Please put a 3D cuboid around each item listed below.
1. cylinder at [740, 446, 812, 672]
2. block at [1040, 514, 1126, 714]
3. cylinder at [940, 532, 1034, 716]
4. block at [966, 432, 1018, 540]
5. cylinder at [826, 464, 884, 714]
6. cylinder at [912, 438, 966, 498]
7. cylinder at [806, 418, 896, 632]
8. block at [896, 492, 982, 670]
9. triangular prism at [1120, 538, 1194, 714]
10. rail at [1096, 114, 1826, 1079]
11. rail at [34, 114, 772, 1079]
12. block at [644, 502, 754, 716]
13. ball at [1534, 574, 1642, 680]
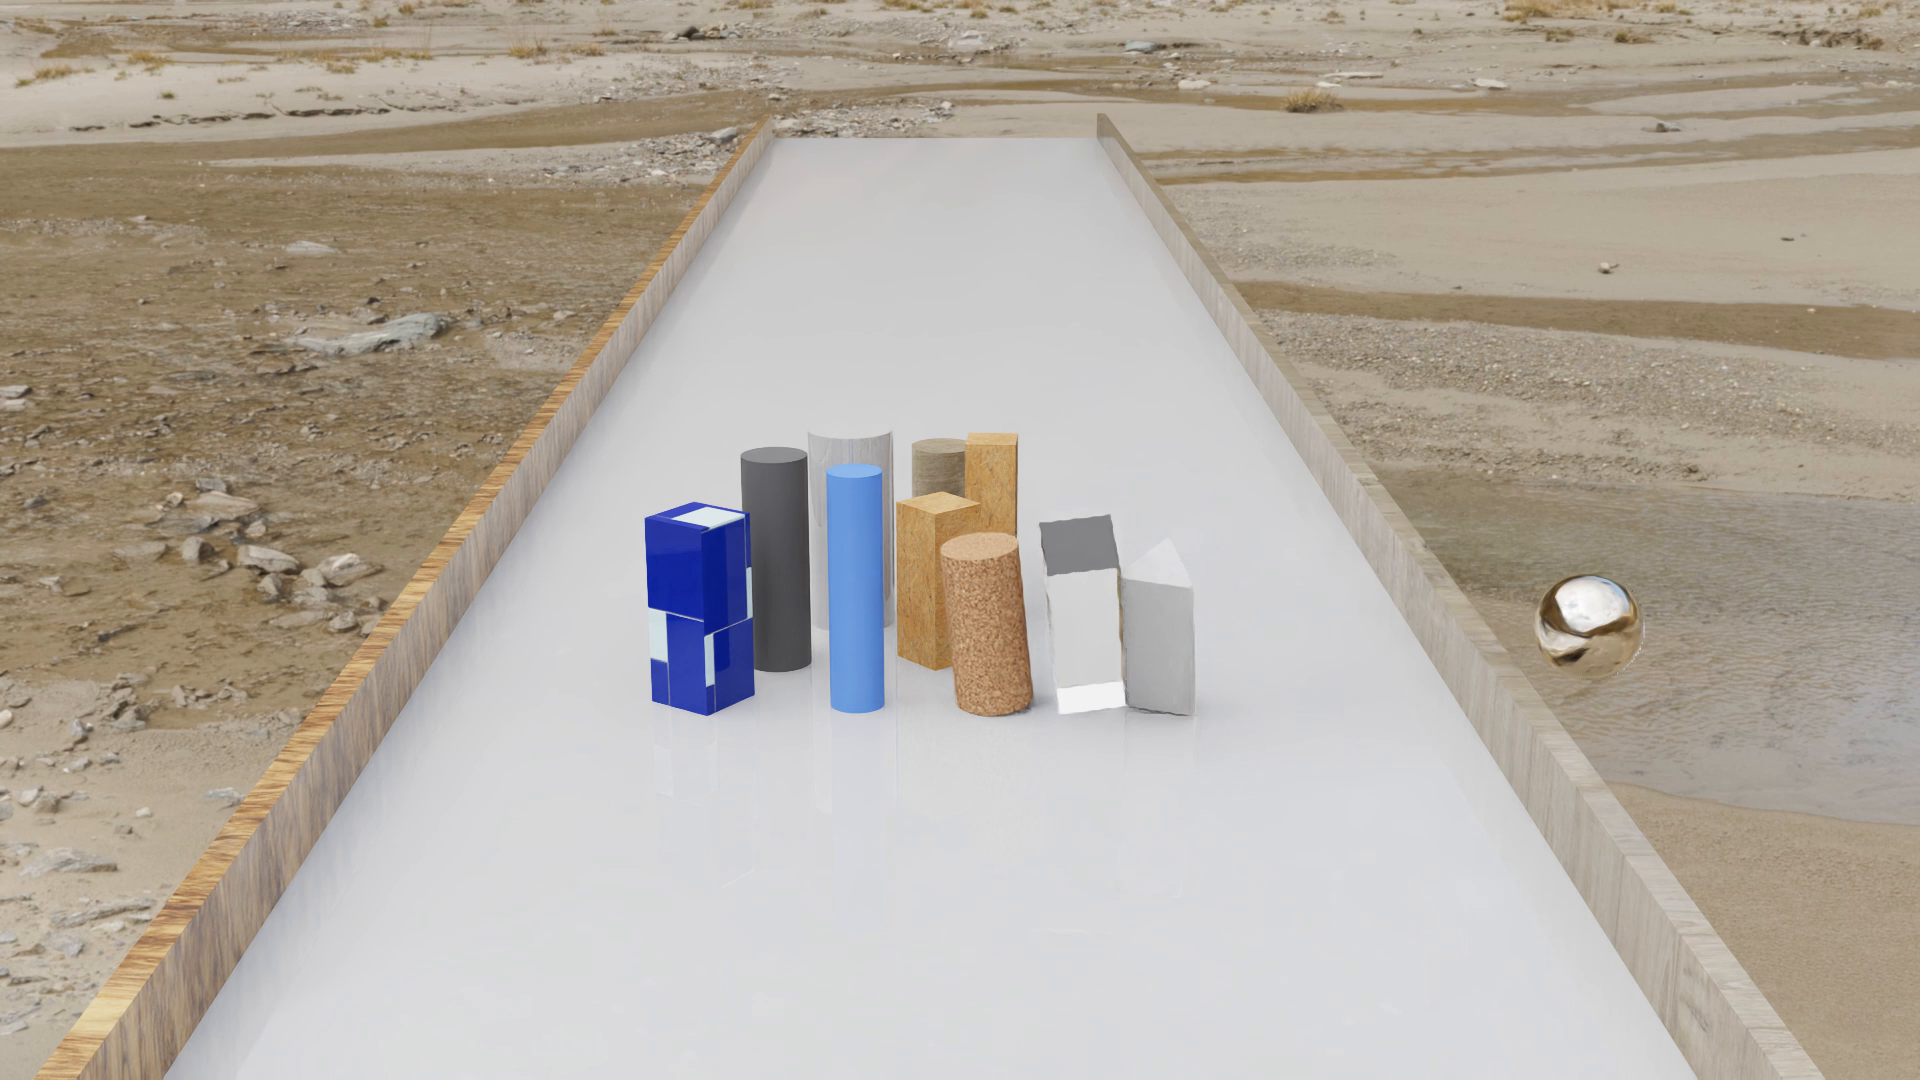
[{"bbox_3d":[-0.363,0.038,4.349,0.131,0.427,0.131,0,17,0],"label":"cylinder"},{"bbox_3d":[0.227,0.141,4.023,0.127,0.395,0.127,-7,48,0],"label":"block"},{"bbox_3d":[0.051,0.157,4.127,0.146,0.311,0.146,-5,20,2],"label":"cylinder"},{"bbox_3d":[0.067,-0.028,4.646,0.104,0.384,0.104,1,17,4],"label":"block"},{"bbox_3d":[-0.195,0.092,4.115,0.103,0.458,0.103,0,17,0],"label":"cylinder"},{"bbox_3d":[-0.038,-0.058,4.874,0.137,0.312,0.137,0,17,0],"label":"cylinder"},{"bbox_3d":[-0.227,-0.031,4.601,0.178,0.416,0.178,0,17,0],"label":"cylinder"},{"bbox_3d":[-0.042,0.081,4.388,0.119,0.323,0.119,-14,21,-39],"label":"block"},{"bbox_3d":[0.377,0.158,4.062,0.134,0.336,0.116,8,45,16],"label":"triangular prism"},{"bbox_3d":[0.932,-0.844,7.801,0.050,0.150,12.000,0,17,-1],"label":"rail"},{"bbox_3d":[-1.118,-0.838,7.780,0.050,0.150,12.000,0,17,-1],"label":"rail"},{"bbox_3d":[-0.491,0.128,4.157,0.138,0.364,0.138,11,20,33],"label":"block"},{"bbox_3d":[1.103,0.151,3.864,0.185,0.185,0.185,0,17,0],"label":"ball"}]
